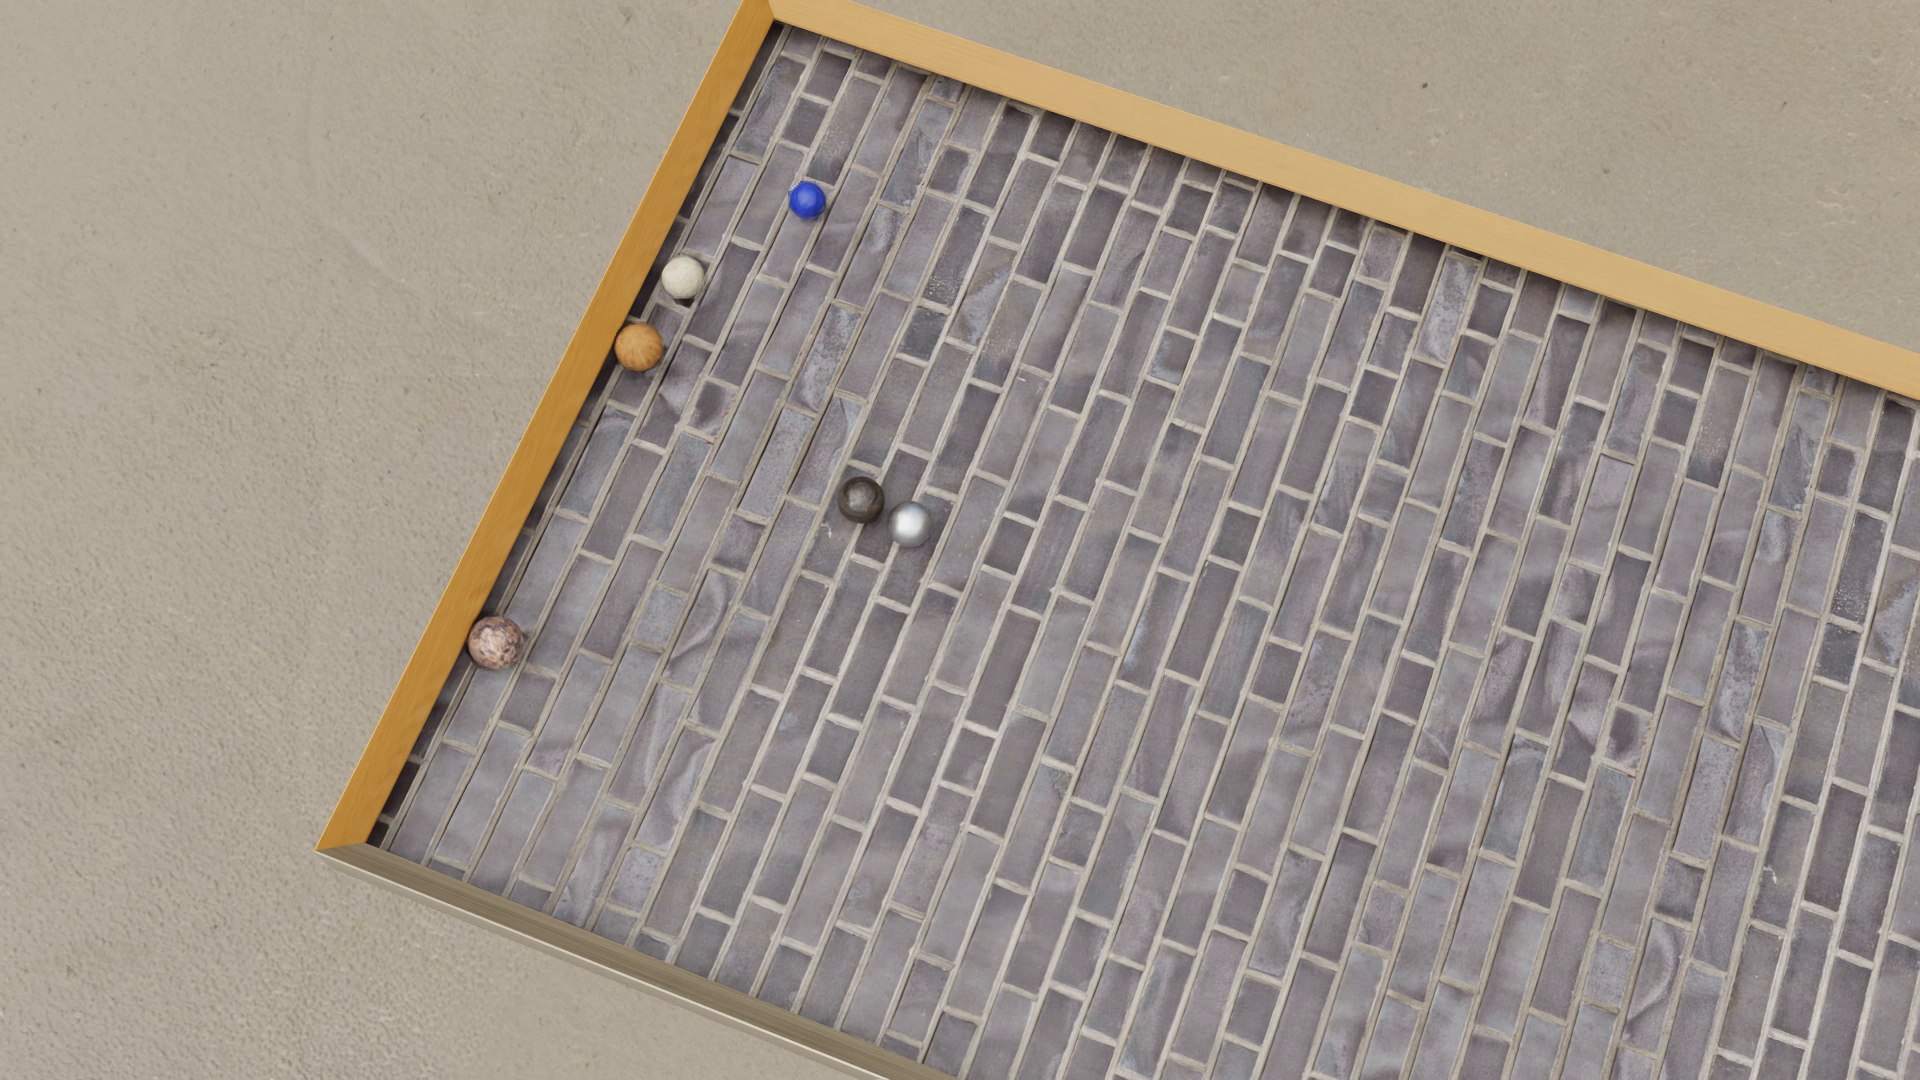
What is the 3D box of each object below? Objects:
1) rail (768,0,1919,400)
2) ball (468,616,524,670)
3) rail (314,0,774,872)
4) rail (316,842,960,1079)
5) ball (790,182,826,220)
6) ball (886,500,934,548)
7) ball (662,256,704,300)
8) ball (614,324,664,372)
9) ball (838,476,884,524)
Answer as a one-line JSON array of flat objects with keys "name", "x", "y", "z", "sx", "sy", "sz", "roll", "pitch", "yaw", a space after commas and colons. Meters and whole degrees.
[{"name": "rail", "x": 0.937, "y": -0.469, "z": 3.631, "sx": 2.774, "sy": 0.110, "sz": 0.045, "roll": 20, "pitch": 70, "yaw": 8}, {"name": "ball", "x": -0.718, "y": 0.159, "z": 3.401, "sx": 0.084, "sy": 0.084, "sz": 0.084, "roll": 0, "pitch": 69, "yaw": 0}, {"name": "rail", "x": -0.624, "y": -0.233, "z": 3.539, "sx": 0.045, "sy": 0.110, "sz": 1.650, "roll": 20, "pitch": 70, "yaw": 8}, {"name": "rail", "x": 0.356, "y": 0.923, "z": 3.089, "sx": 2.774, "sy": 0.110, "sz": 0.045, "roll": 20, "pitch": 70, "yaw": 8}, {"name": "ball", "x": -0.256, "y": -0.570, "z": 3.697, "sx": 0.062, "sy": 0.062, "sz": 0.062, "roll": 0, "pitch": 69, "yaw": 0}, {"name": "ball", "x": -0.079, "y": -0.025, "z": 3.478, "sx": 0.074, "sy": 0.074, "sz": 0.074, "roll": 0, "pitch": 69, "yaw": 0}, {"name": "ball", "x": -0.458, "y": -0.433, "z": 3.639, "sx": 0.071, "sy": 0.071, "sz": 0.071, "roll": 0, "pitch": 69, "yaw": 0}, {"name": "ball", "x": -0.524, "y": -0.314, "z": 3.588, "sx": 0.079, "sy": 0.079, "sz": 0.079, "roll": 0, "pitch": 69, "yaw": 0}, {"name": "ball", "x": -0.157, "y": -0.064, "z": 3.492, "sx": 0.076, "sy": 0.076, "sz": 0.076, "roll": 0, "pitch": 69, "yaw": 0}]
